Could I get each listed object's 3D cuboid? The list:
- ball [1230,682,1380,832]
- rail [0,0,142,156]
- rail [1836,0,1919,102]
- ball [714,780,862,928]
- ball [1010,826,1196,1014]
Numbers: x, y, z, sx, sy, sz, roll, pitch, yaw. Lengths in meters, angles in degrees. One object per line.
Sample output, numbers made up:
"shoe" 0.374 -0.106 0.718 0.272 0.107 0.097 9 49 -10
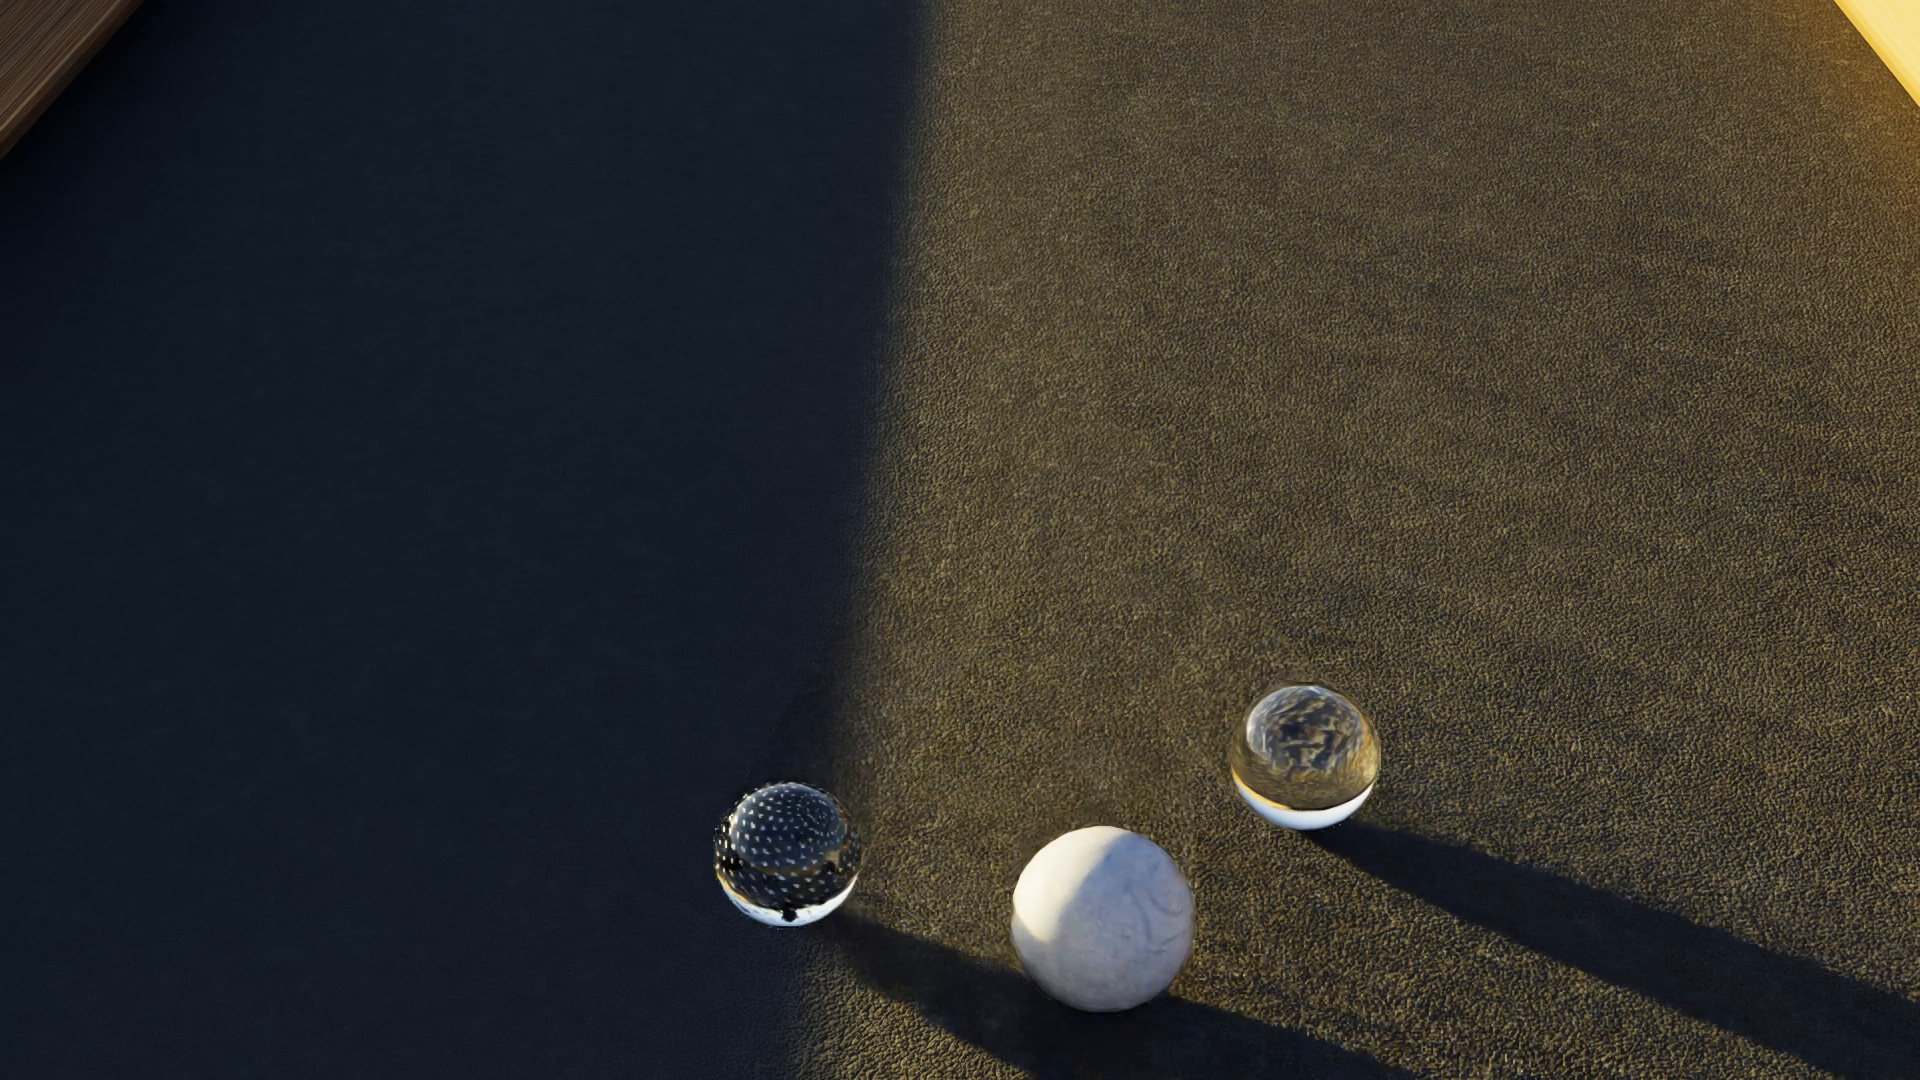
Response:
"ball" 0.184 0.115 1.569 0.080 0.080 0.080 0 27 0
"rail" -0.792 -0.396 2.508 0.045 0.117 3.193 1 28 1
"rail" 0.830 -0.378 2.474 0.045 0.117 3.193 1 28 1
"ball" -0.087 0.159 1.491 0.075 0.075 0.075 0 27 0
"ball" 0.069 0.184 1.426 0.090 0.090 0.090 0 27 0
